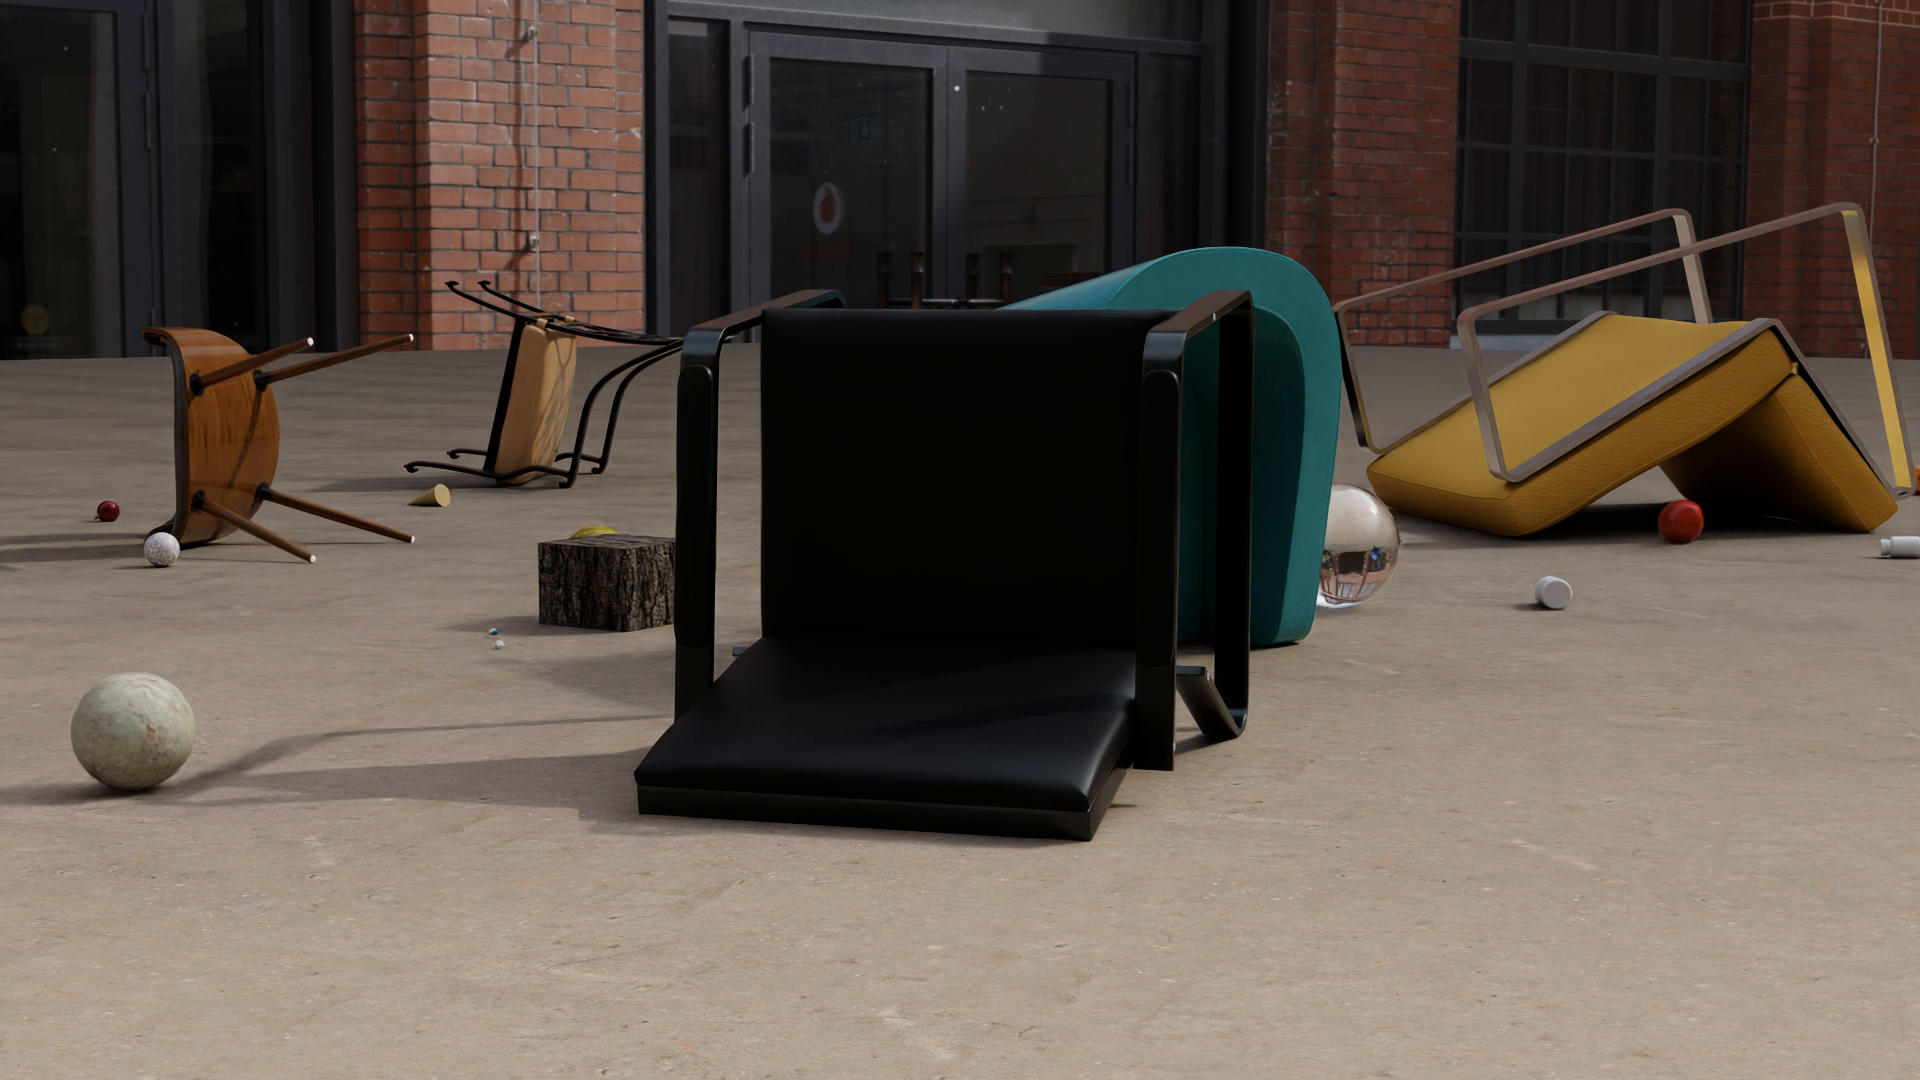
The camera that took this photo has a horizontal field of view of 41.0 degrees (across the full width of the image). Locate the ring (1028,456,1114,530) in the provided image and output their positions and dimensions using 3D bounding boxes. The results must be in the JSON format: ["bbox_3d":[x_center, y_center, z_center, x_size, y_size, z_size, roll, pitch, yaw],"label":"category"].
[{"bbox_3d":[0.289,-0.121,6.662,0.221,0.198,0.161,-17,-11,41],"label":"ring"}]

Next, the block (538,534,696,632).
[{"bbox_3d":[-0.652,0.079,4.886,0.216,0.155,0.204,4,7,32],"label":"block"}]

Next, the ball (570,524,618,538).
[{"bbox_3d":[-0.764,0.037,5.391,0.137,0.137,0.137,0,6,0],"label":"ball"}]

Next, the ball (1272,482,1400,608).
[{"bbox_3d":[0.746,0.011,5.085,0.250,0.250,0.250,0,6,0],"label":"ball"}]

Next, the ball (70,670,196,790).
[{"bbox_3d":[-1.062,0.245,3.294,0.153,0.153,0.153,0,6,0],"label":"ball"}]

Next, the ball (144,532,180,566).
[{"bbox_3d":[-1.811,0.021,5.822,0.079,0.079,0.079,0,6,0],"label":"ball"}]
